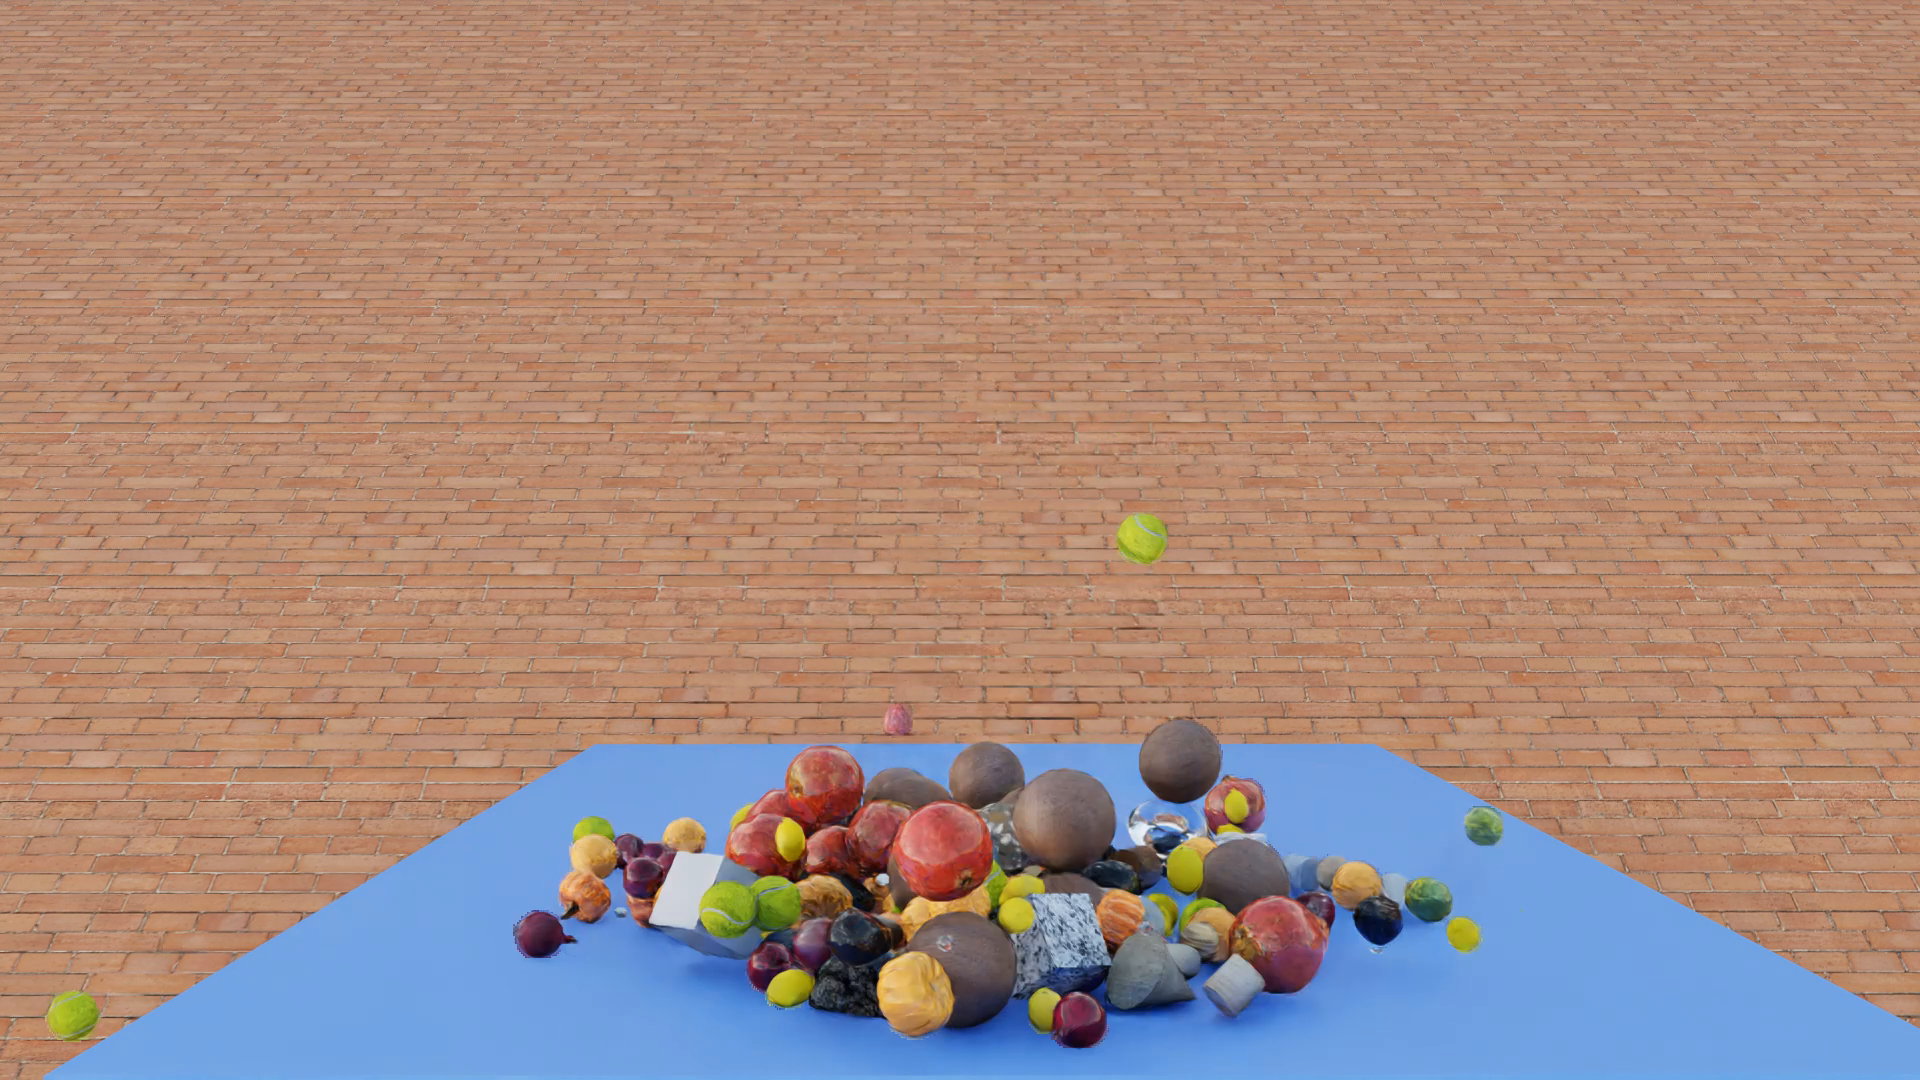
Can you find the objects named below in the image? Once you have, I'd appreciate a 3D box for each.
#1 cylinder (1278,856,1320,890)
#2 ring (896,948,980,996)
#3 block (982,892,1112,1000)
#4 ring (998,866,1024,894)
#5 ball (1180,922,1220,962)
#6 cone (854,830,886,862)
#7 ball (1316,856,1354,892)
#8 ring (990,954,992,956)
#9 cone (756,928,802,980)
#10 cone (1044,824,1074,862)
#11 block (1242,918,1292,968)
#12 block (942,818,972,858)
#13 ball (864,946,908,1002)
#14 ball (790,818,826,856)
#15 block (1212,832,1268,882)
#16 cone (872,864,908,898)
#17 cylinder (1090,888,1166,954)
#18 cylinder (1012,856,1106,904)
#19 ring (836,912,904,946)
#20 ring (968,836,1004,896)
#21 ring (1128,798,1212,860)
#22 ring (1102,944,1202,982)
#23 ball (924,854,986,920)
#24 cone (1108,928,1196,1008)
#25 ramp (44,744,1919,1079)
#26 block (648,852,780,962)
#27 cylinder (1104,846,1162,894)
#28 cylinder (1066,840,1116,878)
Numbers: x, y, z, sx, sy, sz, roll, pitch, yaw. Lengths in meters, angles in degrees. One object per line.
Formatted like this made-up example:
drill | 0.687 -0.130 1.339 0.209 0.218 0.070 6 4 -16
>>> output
cylinder | 0.525 0.512 3.982 0.050 0.050 0.050 -14 0 -24
ring | -0.044 0.520 3.119 0.136 0.045 0.136 0 -1 0
block | 0.102 0.474 3.017 0.093 0.093 0.093 7 55 -41
ring | 0.035 0.514 3.944 0.134 0.045 0.134 -2 -3 0
ball | 0.301 0.505 3.253 0.051 0.051 0.051 0 29 0
cone | -0.156 0.523 4.308 0.059 0.059 0.059 -33 42 -33
ball | 0.572 0.510 3.948 0.056 0.056 0.056 0 29 0
ring | 0.096 0.514 3.301 0.121 0.040 0.121 -12 -1 0
cone | -0.211 0.527 3.206 0.065 0.065 0.065 -15 34 -25
cone | 0.169 0.501 4.251 0.070 0.070 0.070 0 0 0
block | 0.391 0.514 3.304 0.055 0.055 0.055 0 0 -2
block | 0.013 0.501 4.347 0.064 0.064 0.064 0 -4 27
ball | -0.095 0.510 3.035 0.066 0.066 0.066 0 29 0
ball | -0.259 0.504 4.396 0.063 0.063 0.063 0 29 0
block | 0.444 0.503 4.102 0.069 0.069 0.069 0 0 24
cone | -0.116 0.517 3.909 0.052 0.052 0.052 -29 10 -41
cylinder | 0.208 0.498 3.342 0.087 0.087 0.087 -11 4 -19
cylinder | 0.138 0.492 3.594 0.095 0.095 0.095 20 11 32
ring | -0.111 0.476 3.157 0.084 0.084 0.028 6 69 11
ring | 0.032 0.409 3.242 0.026 0.079 0.079 -14 32 -18
ring | 0.327 0.451 4.034 0.132 0.044 0.132 6 30 -4
ring | 0.230 0.513 3.114 0.122 0.041 0.122 -5 -15 -1
ball | -0.007 0.486 3.623 0.089 0.089 0.089 0 29 0
cone | 0.241 0.517 3.009 0.098 0.098 0.098 30 17 -27
ramp | 0.065 0.584 4.633 2.000 0.100 4.000 0 0 0
block | -0.312 0.463 3.274 0.100 0.100 0.100 -3 58 48
cylinder | 0.265 0.504 3.952 0.067 0.067 0.067 17 8 27
cylinder | 0.208 0.506 4.064 0.063 0.063 0.063 15 7 25
